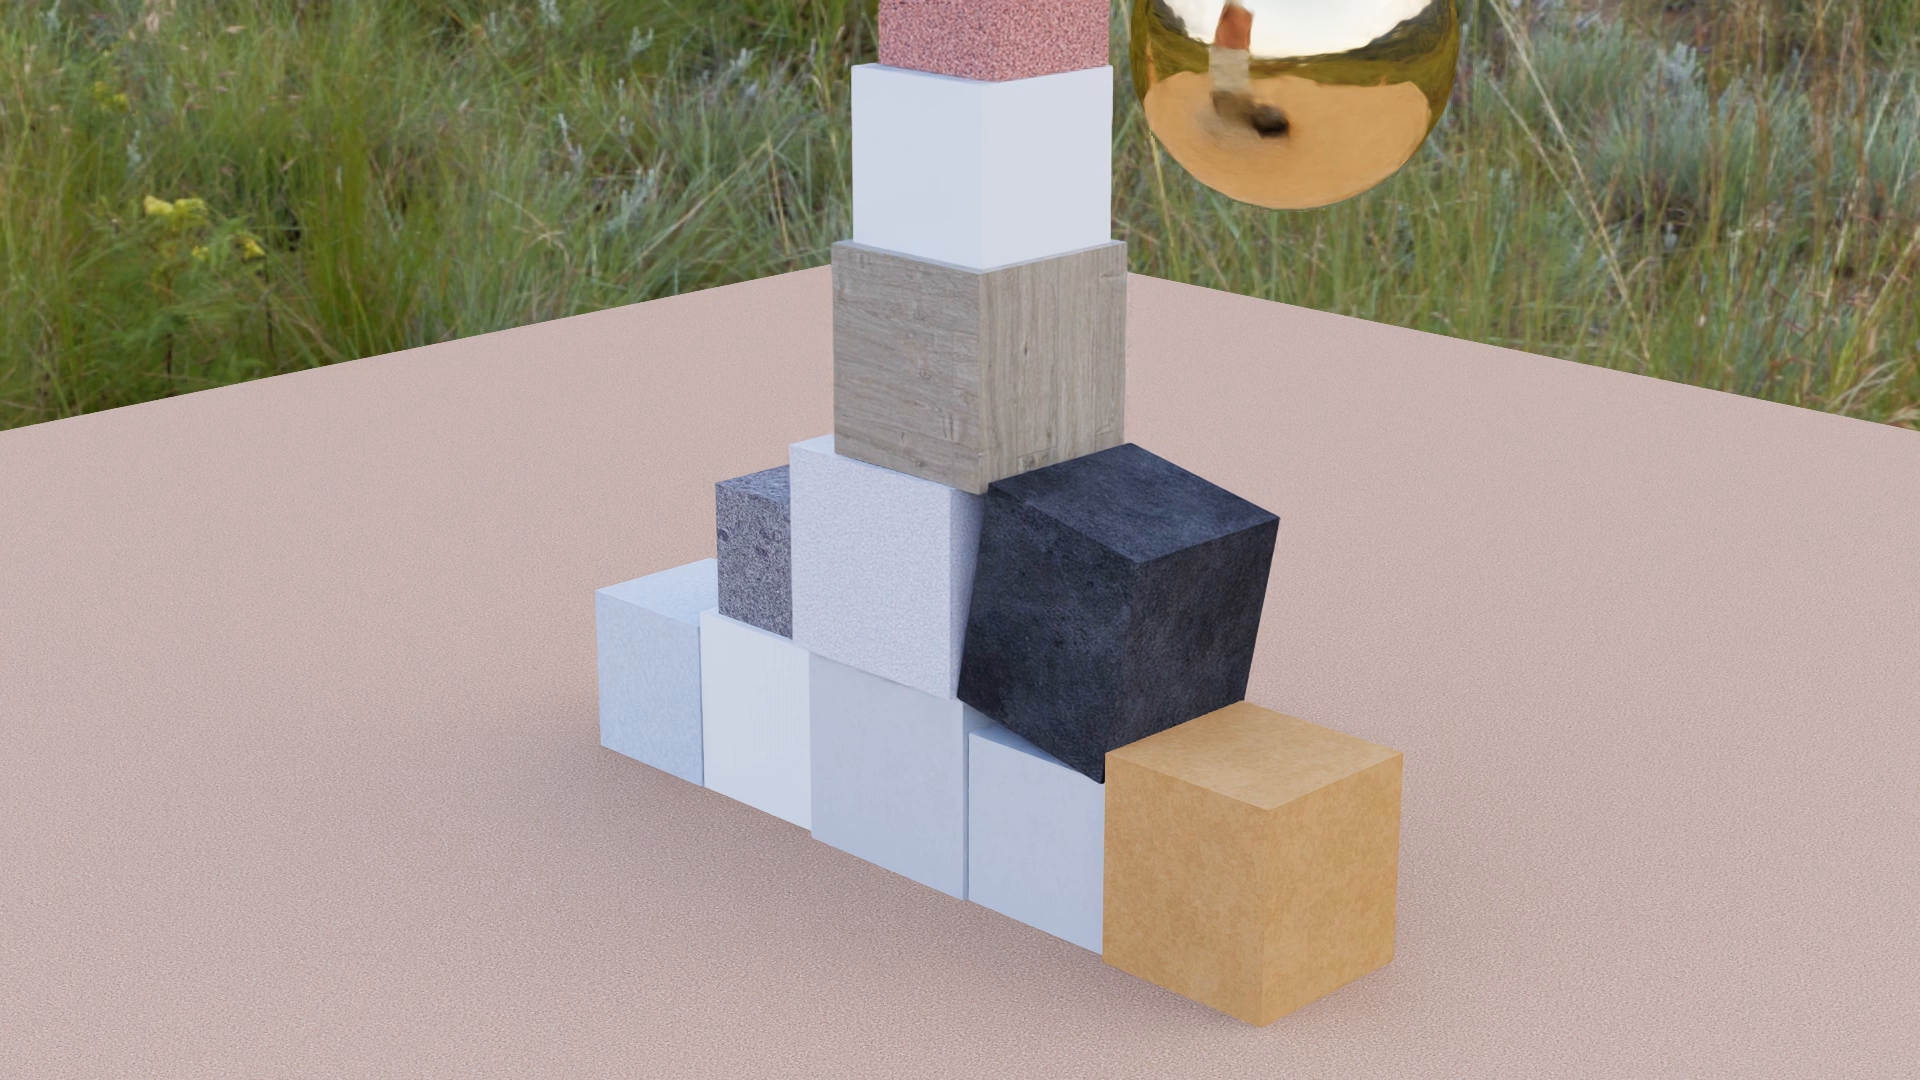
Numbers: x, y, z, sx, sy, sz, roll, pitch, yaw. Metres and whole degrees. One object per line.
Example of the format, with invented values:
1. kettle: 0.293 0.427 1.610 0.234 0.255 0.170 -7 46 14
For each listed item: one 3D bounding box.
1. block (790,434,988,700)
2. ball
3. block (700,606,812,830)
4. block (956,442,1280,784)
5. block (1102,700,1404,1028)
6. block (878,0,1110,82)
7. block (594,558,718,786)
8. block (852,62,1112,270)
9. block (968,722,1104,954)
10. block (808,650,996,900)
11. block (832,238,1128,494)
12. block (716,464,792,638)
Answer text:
1. block: -0.053 0.030 13.428 1.005 0.963 1.034 -17 24 -42
2. ball: 1.623 -2.413 14.284 1.600 1.600 1.600 0 17 0
3. block: -0.678 0.785 14.327 0.813 0.911 0.833 -17 24 -42
4. block: 0.678 0.298 12.727 0.908 1.044 0.874 -17 35 -42
5. block: 1.235 1.351 12.444 0.890 0.960 0.879 -17 24 -42
6. block: 0.146 -2.428 12.526 0.678 0.799 0.724 -16 24 -42
7. block: -1.288 0.655 14.869 0.760 0.835 0.797 -17 24 -42
8. block: 0.095 -1.675 12.751 0.799 0.772 0.794 -17 24 -42
9. block: 0.638 1.234 13.077 0.854 0.804 0.841 -17 24 -42
10. block: -0.020 0.958 13.690 0.918 0.964 1.012 -17 24 -42
11. block: 0.086 -0.846 13.006 0.910 0.961 0.928 17 24 42
12. block: -0.673 0.041 14.078 0.702 0.658 0.693 -17 24 -42
